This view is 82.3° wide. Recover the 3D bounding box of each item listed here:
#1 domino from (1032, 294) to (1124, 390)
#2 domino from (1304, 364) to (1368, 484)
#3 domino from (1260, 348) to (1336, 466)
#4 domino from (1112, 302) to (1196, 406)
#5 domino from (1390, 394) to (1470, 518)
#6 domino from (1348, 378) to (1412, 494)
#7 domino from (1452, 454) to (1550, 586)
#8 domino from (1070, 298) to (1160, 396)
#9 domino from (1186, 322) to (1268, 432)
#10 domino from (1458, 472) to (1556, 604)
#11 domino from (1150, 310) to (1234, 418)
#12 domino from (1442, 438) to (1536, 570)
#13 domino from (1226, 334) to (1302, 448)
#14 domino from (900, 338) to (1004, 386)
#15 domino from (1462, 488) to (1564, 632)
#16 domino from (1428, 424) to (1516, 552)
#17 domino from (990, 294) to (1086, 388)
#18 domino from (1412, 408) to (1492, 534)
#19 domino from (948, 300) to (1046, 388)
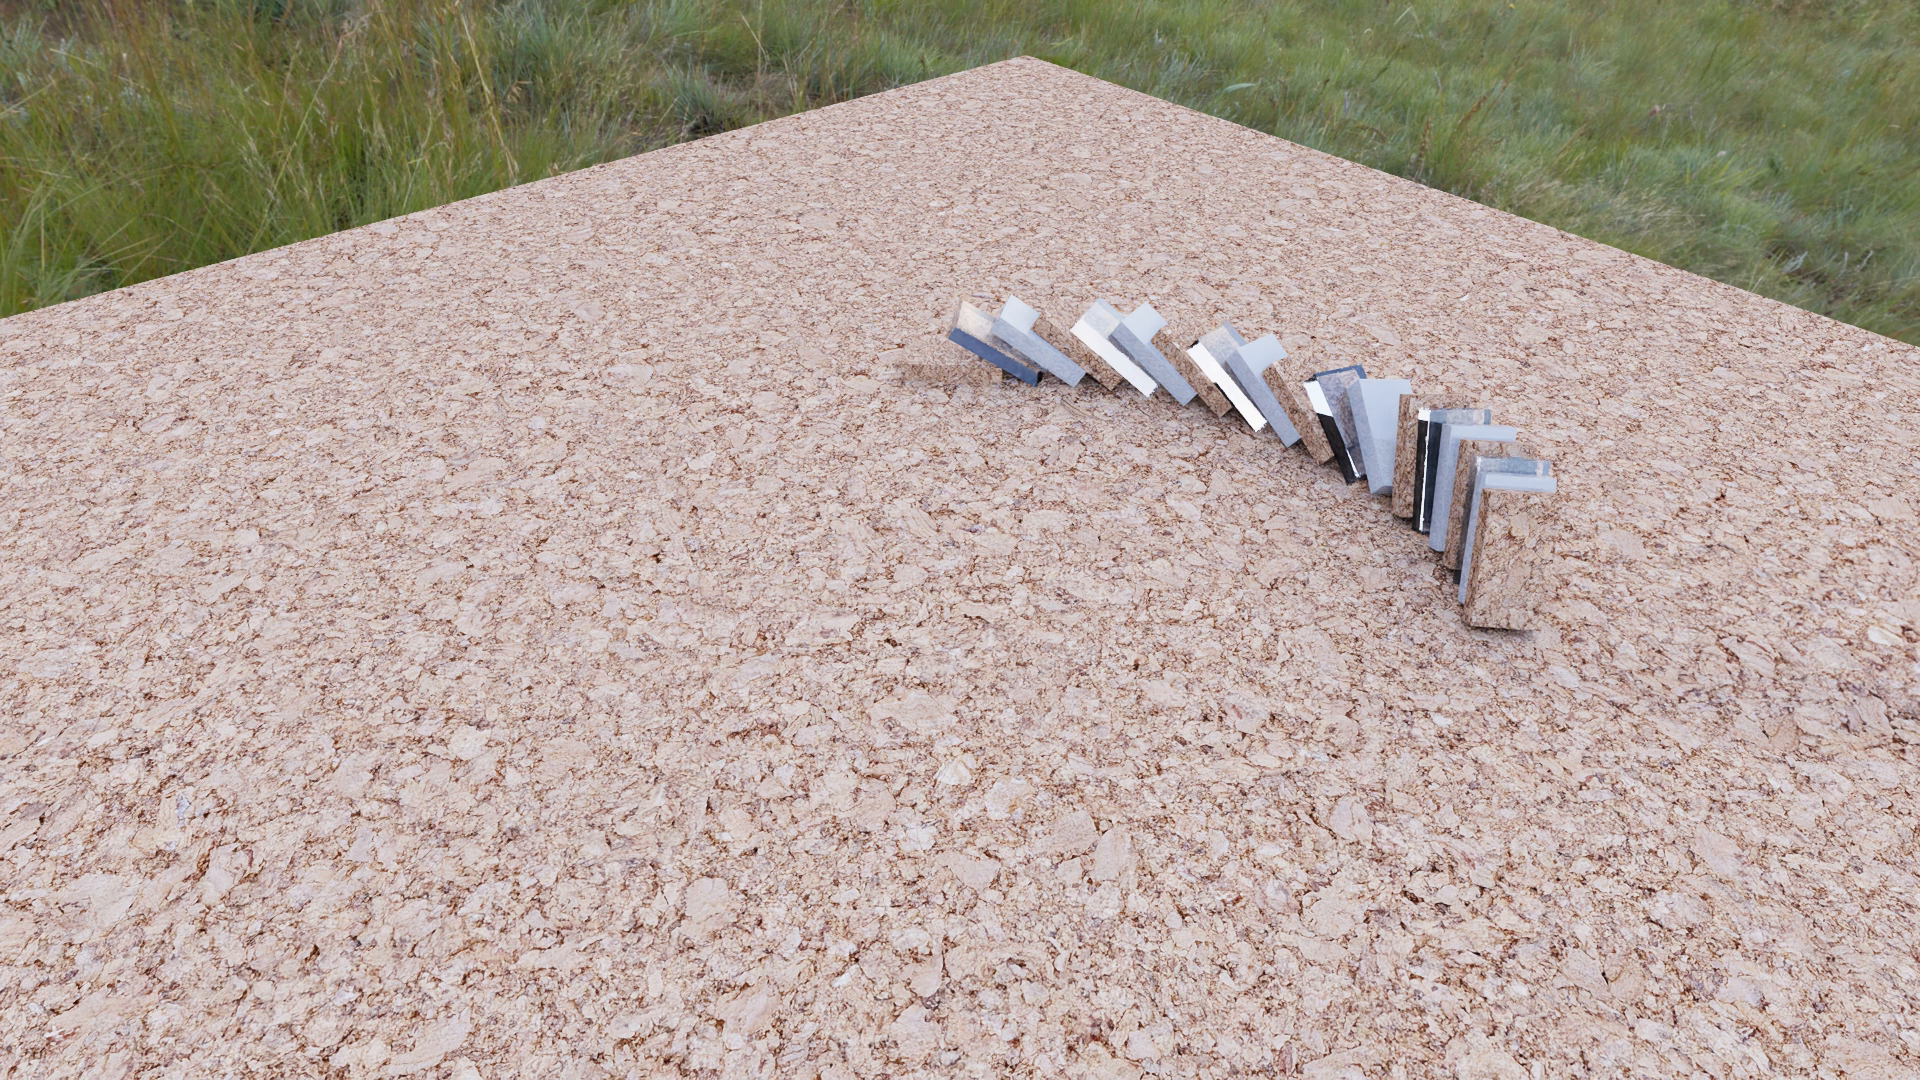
[{"bbox_3d":[0.061,-0.098,0.544,0.050,0.010,0.025,37,43,-5],"label":"domino"},{"bbox_3d":[0.174,-0.052,0.486,0.025,0.009,0.050,-13,74,-17],"label":"domino"},{"bbox_3d":[0.161,-0.061,0.497,0.025,0.010,0.050,-22,76,-25],"label":"domino"},{"bbox_3d":[0.100,-0.091,0.535,0.050,0.010,0.025,46,51,3],"label":"domino"},{"bbox_3d":[0.194,-0.035,0.455,0.025,0.050,0.009,-1,12,-3],"label":"domino"},{"bbox_3d":[0.186,-0.045,0.476,0.025,0.009,0.050,-1,71,-13],"label":"domino"},{"bbox_3d":[0.206,-0.006,0.420,0.025,0.050,0.009,4,12,5],"label":"domino"},{"bbox_3d":[0.080,-0.095,0.540,0.050,0.010,0.025,41,47,-1],"label":"domino"},{"bbox_3d":[0.133,-0.077,0.519,0.025,0.009,0.050,-32,80,-33],"label":"domino"},{"bbox_3d":[0.205,0.000,0.412,0.025,0.050,0.010,4,12,5],"label":"domino"},{"bbox_3d":[0.117,-0.085,0.528,0.025,0.010,0.050,-36,82,-36],"label":"domino"},{"bbox_3d":[0.206,-0.013,0.429,0.025,0.050,0.009,4,12,5],"label":"domino"},{"bbox_3d":[0.148,-0.069,0.509,0.025,0.009,0.050,-26,78,-28],"label":"domino"},{"bbox_3d":[-0.003,-0.090,0.553,0.050,0.010,0.025,4,39,5],"label":"domino"},{"bbox_3d":[0.203,0.007,0.404,0.025,0.050,0.009,4,12,5],"label":"domino"},{"bbox_3d":[0.204,-0.021,0.438,0.025,0.050,0.009,2,12,3],"label":"domino"},{"bbox_3d":[0.041,-0.099,0.545,0.050,0.010,0.025,33,41,-9],"label":"domino"},{"bbox_3d":[0.199,-0.028,0.447,0.025,0.050,0.009,-2,12,-2],"label":"domino"},{"bbox_3d":[0.020,-0.097,0.544,0.050,0.010,0.025,27,38,-13],"label":"domino"}]
